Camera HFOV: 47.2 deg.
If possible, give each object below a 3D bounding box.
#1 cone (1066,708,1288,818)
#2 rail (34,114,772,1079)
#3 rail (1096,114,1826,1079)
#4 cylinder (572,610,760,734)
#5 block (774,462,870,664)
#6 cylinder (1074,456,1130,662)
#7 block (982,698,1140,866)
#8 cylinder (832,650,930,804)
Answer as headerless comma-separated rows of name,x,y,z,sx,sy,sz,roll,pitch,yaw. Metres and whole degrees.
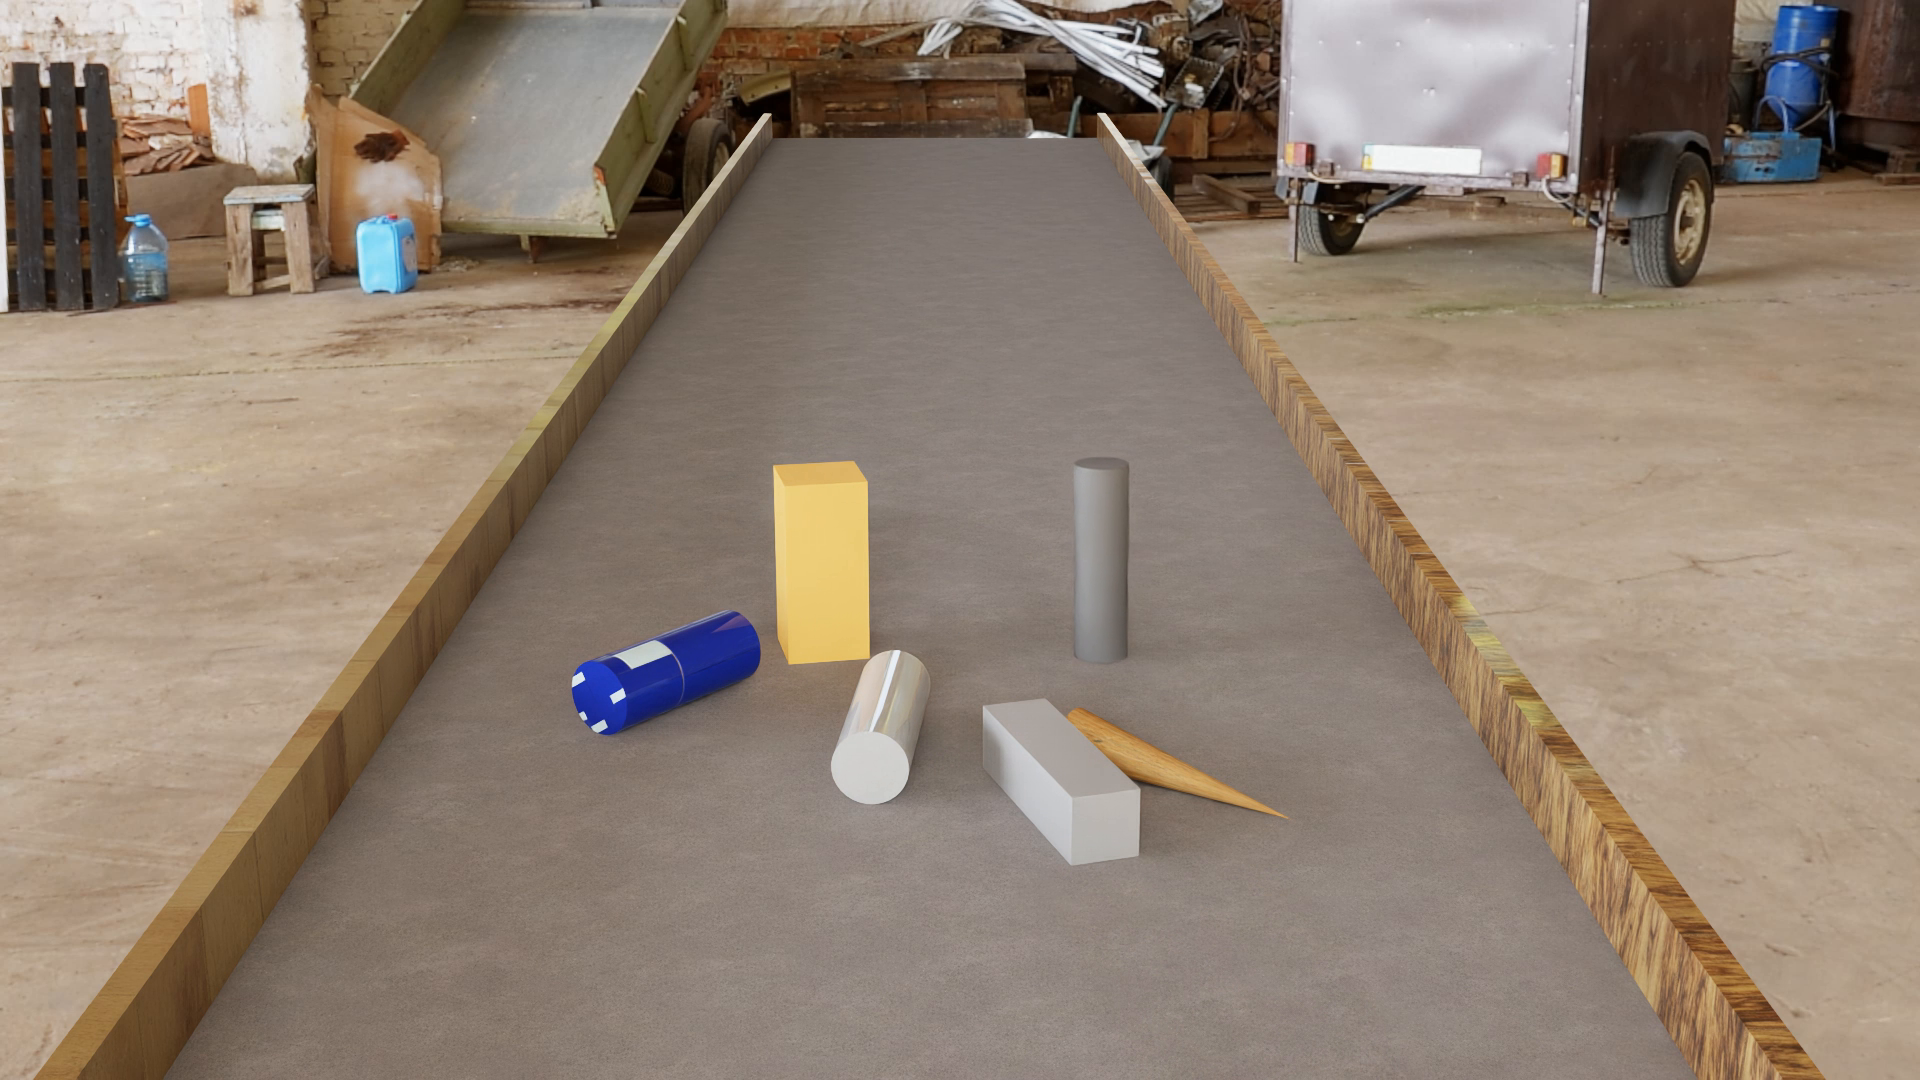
cone,0.376,0.405,3.776,0.440,0.101,0.101,19,24,32
rail,-1.118,-0.838,7.780,0.050,0.150,12.000,0,17,-1
rail,0.932,-0.844,7.801,0.050,0.150,12.000,0,17,-1
cylinder,-0.550,0.246,4.152,0.141,0.141,0.366,12,20,35
block,-0.279,0.044,4.432,0.164,0.368,0.164,-4,17,-12
cylinder,0.282,0.040,4.392,0.109,0.397,0.109,-1,15,0
block,0.163,0.398,3.685,0.116,0.116,0.428,-5,17,-18
cylinder,-0.136,0.326,3.900,0.132,0.132,0.409,1,17,4
